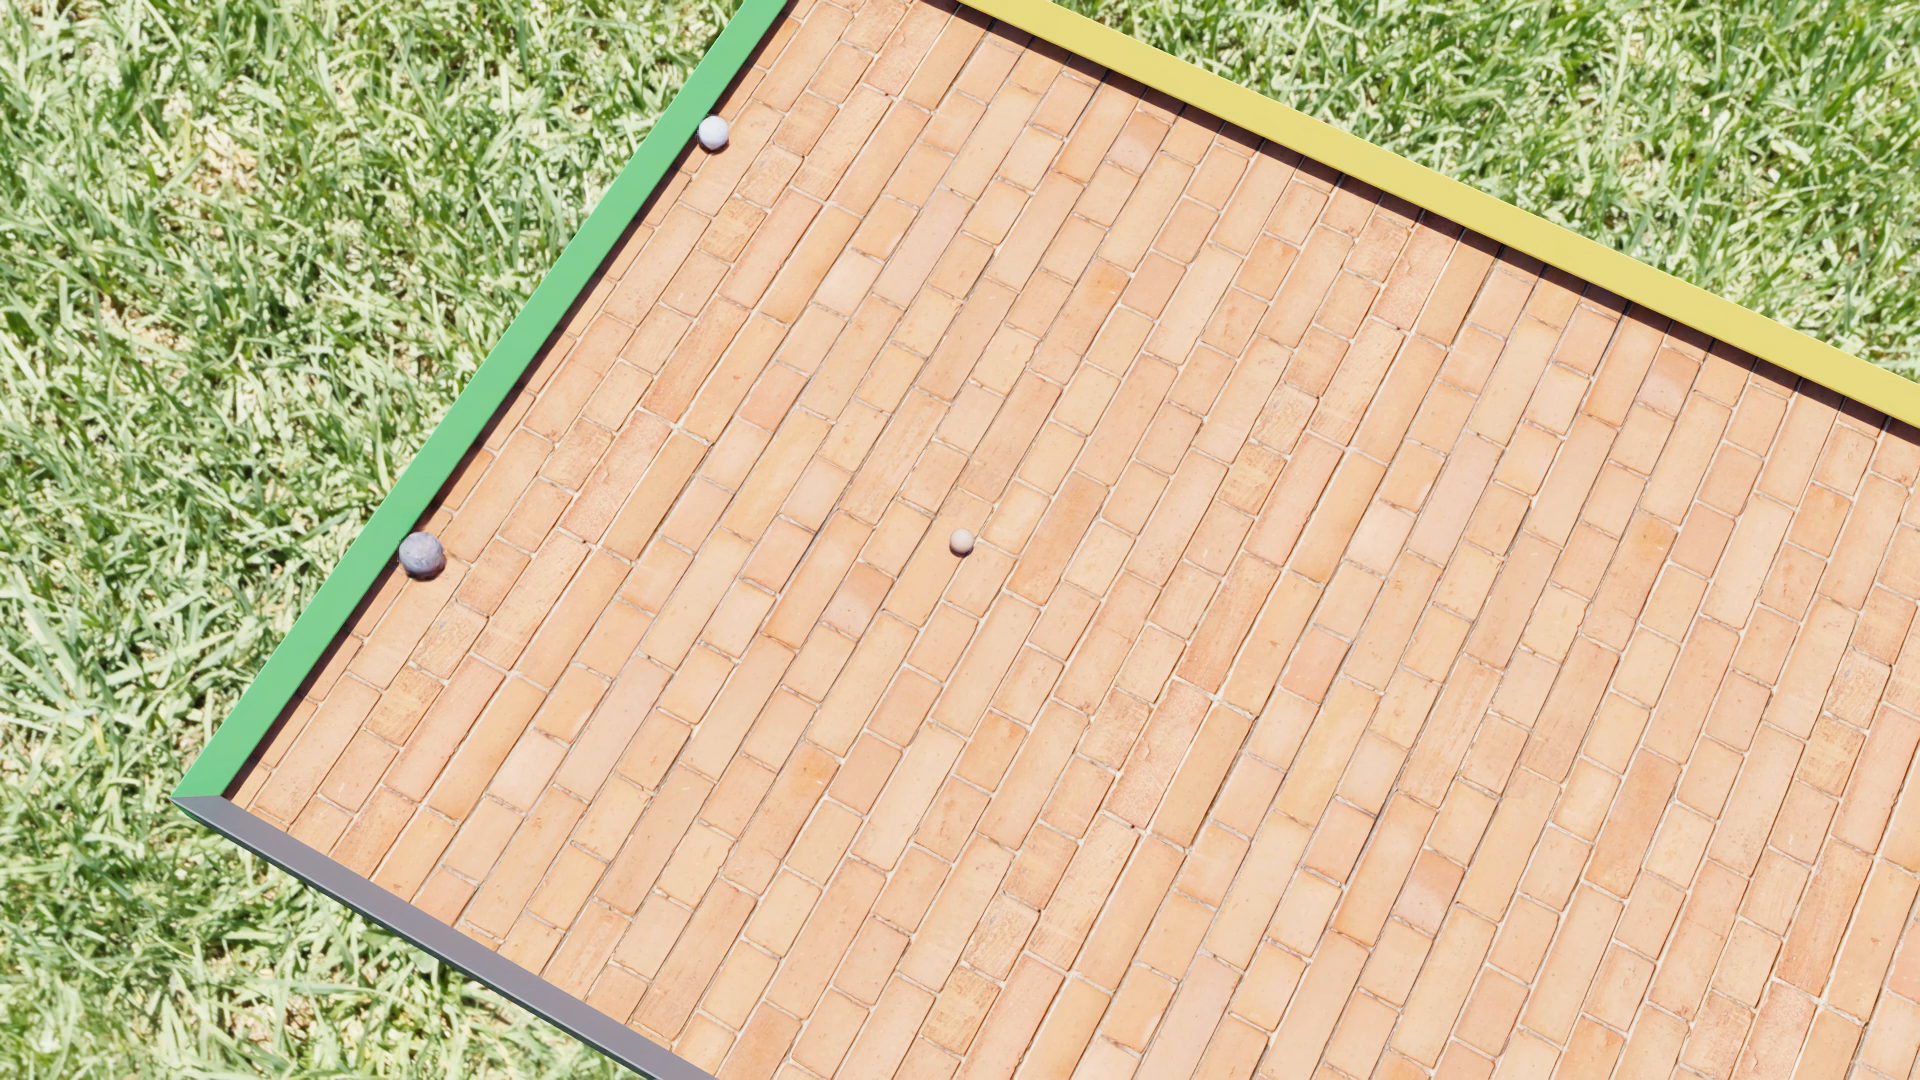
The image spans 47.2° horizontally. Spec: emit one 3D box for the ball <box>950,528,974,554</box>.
[{"bbox_3d":[0.003,0.001,3.559,0.041,0.041,0.041,0,66,0],"label":"ball"}]

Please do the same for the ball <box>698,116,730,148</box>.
[{"bbox_3d":[-0.434,-0.718,3.873,0.055,0.055,0.055,0,66,0],"label":"ball"}]

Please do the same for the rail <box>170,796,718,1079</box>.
[{"bbox_3d":[0.270,1.113,3.033,3.307,0.090,0.045,27,69,11],"label":"rail"}]

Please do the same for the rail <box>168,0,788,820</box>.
[{"bbox_3d":[-0.704,-0.361,3.693,0.045,0.090,1.944,27,69,11],"label":"rail"}]

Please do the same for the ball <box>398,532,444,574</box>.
[{"bbox_3d":[-0.866,0.021,3.534,0.069,0.069,0.069,0,66,0],"label":"ball"}]

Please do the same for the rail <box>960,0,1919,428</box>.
[{"bbox_3d":[1.181,-0.406,3.713,3.307,0.090,0.045,27,69,11],"label":"rail"}]
